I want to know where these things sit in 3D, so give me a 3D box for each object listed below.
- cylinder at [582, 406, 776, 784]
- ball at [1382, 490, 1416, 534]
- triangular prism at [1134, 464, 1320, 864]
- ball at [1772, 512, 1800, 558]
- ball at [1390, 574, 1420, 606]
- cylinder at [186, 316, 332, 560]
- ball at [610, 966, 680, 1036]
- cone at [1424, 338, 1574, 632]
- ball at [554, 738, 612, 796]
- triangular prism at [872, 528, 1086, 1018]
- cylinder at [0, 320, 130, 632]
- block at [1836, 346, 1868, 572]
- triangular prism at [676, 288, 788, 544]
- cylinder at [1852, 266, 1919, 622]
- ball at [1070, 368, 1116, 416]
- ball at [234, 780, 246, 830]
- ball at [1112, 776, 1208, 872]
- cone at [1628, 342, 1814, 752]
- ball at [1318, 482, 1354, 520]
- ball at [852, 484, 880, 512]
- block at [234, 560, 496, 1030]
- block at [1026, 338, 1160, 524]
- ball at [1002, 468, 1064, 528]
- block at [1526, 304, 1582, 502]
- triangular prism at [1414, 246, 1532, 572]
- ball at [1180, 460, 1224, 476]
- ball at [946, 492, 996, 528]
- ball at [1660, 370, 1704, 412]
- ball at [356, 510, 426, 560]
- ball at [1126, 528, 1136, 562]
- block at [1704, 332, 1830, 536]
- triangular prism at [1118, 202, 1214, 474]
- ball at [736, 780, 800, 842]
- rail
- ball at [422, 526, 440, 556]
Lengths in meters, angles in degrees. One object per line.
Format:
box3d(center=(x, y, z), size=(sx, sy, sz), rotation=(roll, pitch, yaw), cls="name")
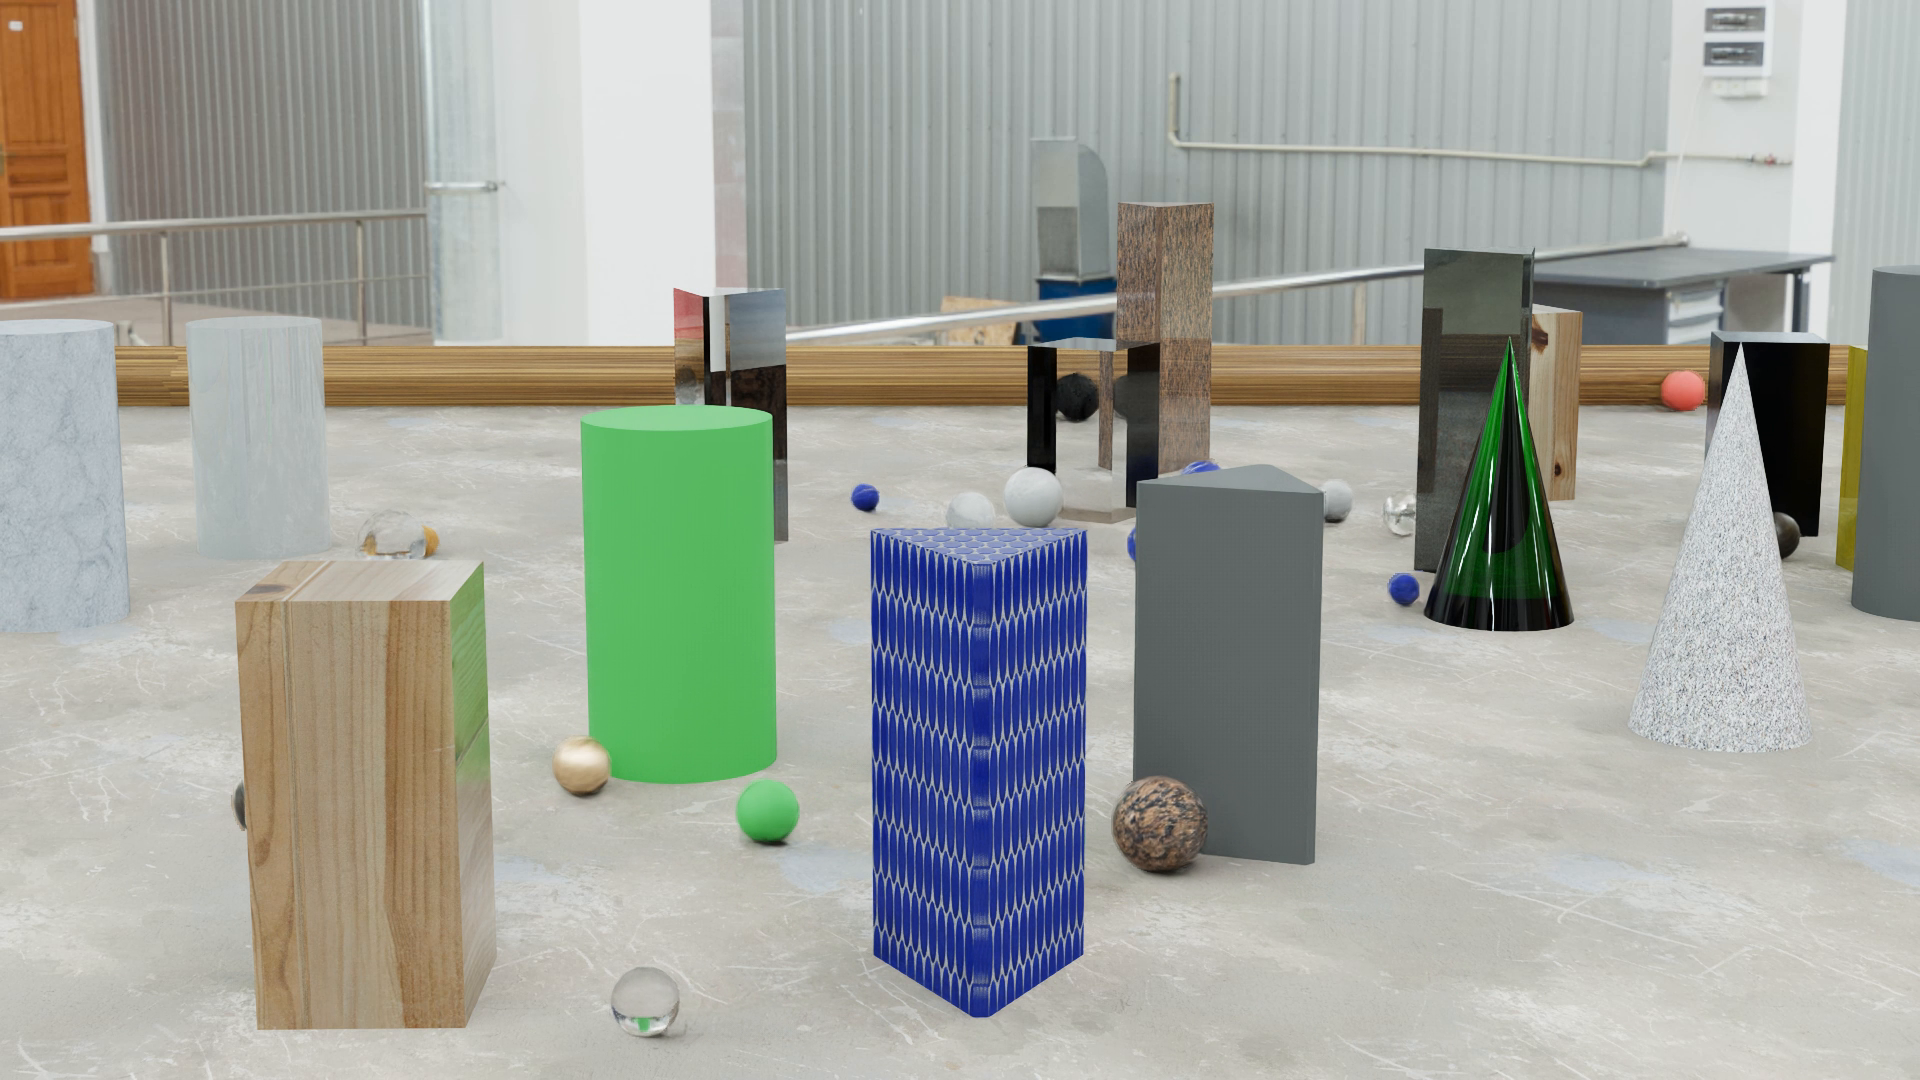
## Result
box3d(center=(-0.294, 0.052, 2.699), size=(0.198, 0.366, 0.198), rotation=(0, 10, 0), cls="cylinder")
box3d(center=(0.698, -0.043, 4.029), size=(0.069, 0.069, 0.069), rotation=(0, 10, 0), cls="ball")
box3d(center=(0.269, 0.111, 2.435), size=(0.172, 0.348, 0.149), rotation=(4, 11, 20), cls="triangular prism")
box3d(center=(1.216, -0.007, 3.827), size=(0.071, 0.071, 0.071), rotation=(0, 10, 0), cls="ball")
box3d(center=(0.608, 0.068, 3.505), size=(0.041, 0.041, 0.041), rotation=(0, 10, 0), cls="ball")
box3d(center=(-1.063, -0.158, 3.891), size=(0.198, 0.345, 0.198), rotation=(0, 10, 0), cls="cylinder")
box3d(center=(-0.239, 0.351, 1.949), size=(0.053, 0.053, 0.053), rotation=(0, 10, 0), cls="ball")
box3d(center=(0.722, -0.084, 3.405), size=(0.198, 0.377, 0.198), rotation=(0, 10, 0), cls="cone")
box3d(center=(-0.381, 0.229, 2.591), size=(0.059, 0.059, 0.059), rotation=(0, 10, 0), cls="ball")
box3d(center=(0.037, 0.174, 2.064), size=(0.149, 0.358, 0.172), rotation=(-6, 12, -30), cls="triangular prism")
box3d(center=(-1.214, -0.089, 3.399), size=(0.198, 0.389, 0.198), rotation=(0, 10, 0), cls="cylinder")
box3d(center=(1.380, -0.110, 3.693), size=(0.159, 0.324, 0.159), rotation=(-1, 11, -4), cls="block")
box3d(center=(-0.378, -0.186, 3.919), size=(0.149, 0.392, 0.172), rotation=(8, 13, 38), cls="triangular prism")
box3d(center=(1.316, -0.132, 3.445), size=(0.198, 0.457, 0.198), rotation=(0, 10, 0), cls="cylinder")
box3d(center=(0.280, -0.310, 5.388), size=(0.099, 0.099, 0.099), rotation=(0, 10, 0), cls="ball")
box3d(center=(-0.658, 0.250, 2.448), size=(0.068, 0.068, 0.068), rotation=(0, 10, 0), cls="ball")
box3d(center=(0.183, 0.259, 2.347), size=(0.087, 0.087, 0.087), rotation=(0, 10, 0), cls="ball")
box3d(center=(0.844, -0.003, 2.813), size=(0.198, 0.433, 0.198), rotation=(0, 10, 0), cls="cone")
box3d(center=(0.605, -0.063, 4.153), size=(0.064, 0.064, 0.064), rotation=(0, 10, 0), cls="ball")
box3d(center=(-0.156, -0.070, 4.242), size=(0.046, 0.046, 0.046), rotation=(0, 10, 0), cls="ball")
box3d(center=(-0.460, 0.195, 2.012), size=(0.159, 0.335, 0.159), rotation=(0, 10, -1), cls="block")
box3d(center=(0.219, -0.182, 4.205), size=(0.159, 0.279, 0.159), rotation=(7, 12, 31), cls="block")
box3d(center=(0.117, -0.067, 4.084), size=(0.097, 0.097, 0.097), rotation=(0, 10, 0), cls="ball")
box3d(center=(0.944, -0.235, 4.379), size=(0.159, 0.319, 0.159), rotation=(-3, 11, -18), cls="block")
box3d(center=(0.777, -0.186, 3.705), size=(0.172, 0.468, 0.149), rotation=(10, 15, 44), cls="triangular prism")
box3d(center=(0.403, -0.090, 4.245), size=(0.084, 0.084, 0.084), rotation=(0, 10, 0), cls="ball")
box3d(center=(0.017, -0.036, 3.971), size=(0.078, 0.078, 0.078), rotation=(0, 10, 0), cls="ball")
box3d(center=(1.537, -0.317, 5.462), size=(0.087, 0.087, 0.087), rotation=(0, 10, 0), cls="ball")
box3d(center=(-0.817, 0.006, 3.687), size=(0.098, 0.098, 0.098), rotation=(0, 10, 0), cls="ball")
box3d(center=(0.278, 0.007, 3.771), size=(0.066, 0.066, 0.066), rotation=(0, 10, 0), cls="ball")
box3d(center=(1.277, -0.171, 4.076), size=(0.159, 0.304, 0.159), rotation=(2, 11, 9), cls="block")
box3d(center=(0.349, -0.374, 4.689), size=(0.149, 0.480, 0.172), rotation=(8, 13, 38), cls="triangular prism")
box3d(center=(-0.182, 0.257, 2.434), size=(0.060, 0.060, 0.060), rotation=(0, 10, 0), cls="ball")
box3d(center=(-0.012, -0.352, 5.530), size=(4.177, 0.129, 0.045), rotation=(0, 10, 0), cls="rail")
box3d(center=(-0.805, 0.002, 3.850), size=(0.046, 0.046, 0.046), rotation=(0, 10, 0), cls="ball")
